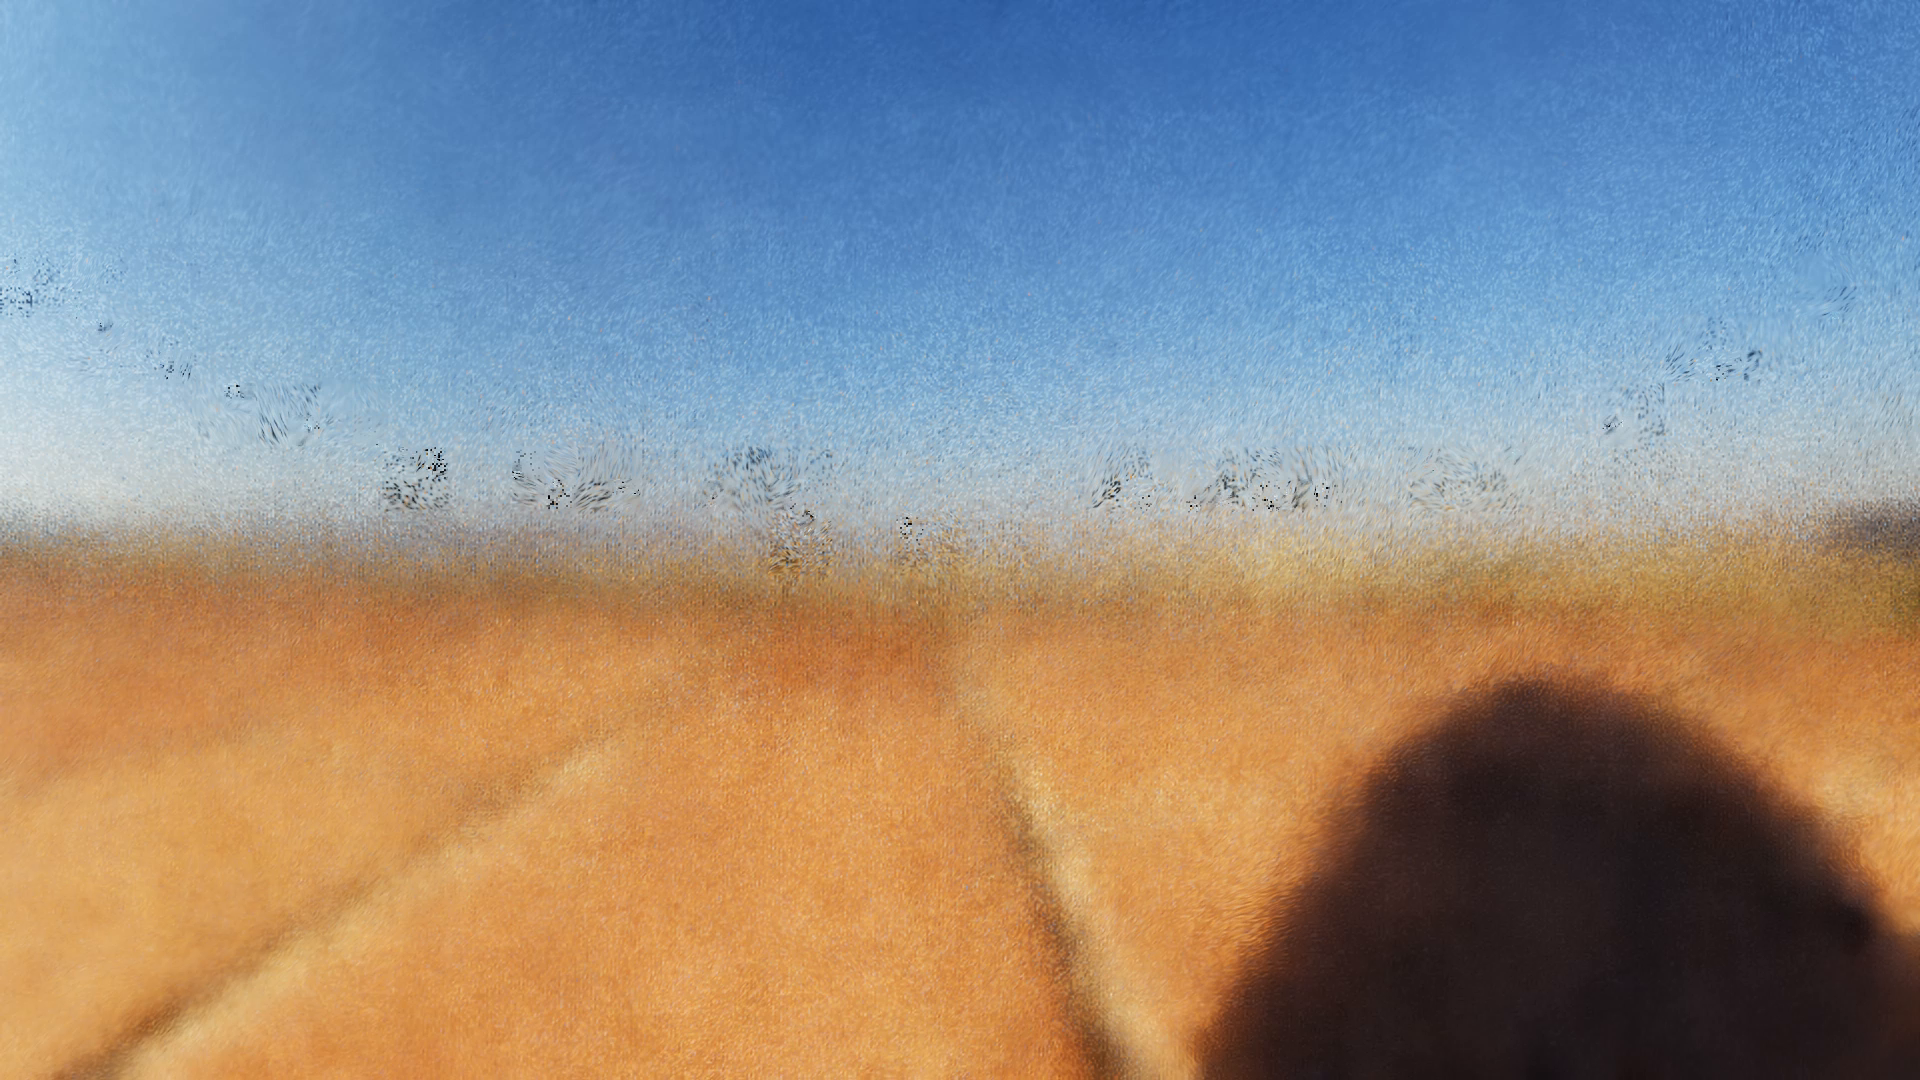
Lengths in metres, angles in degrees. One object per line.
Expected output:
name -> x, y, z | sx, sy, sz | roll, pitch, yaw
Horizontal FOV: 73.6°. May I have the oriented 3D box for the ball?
ball -> 0.000, -0.002, 0.056 | 0.080, 0.080, 0.080 | 0, 4, 0
